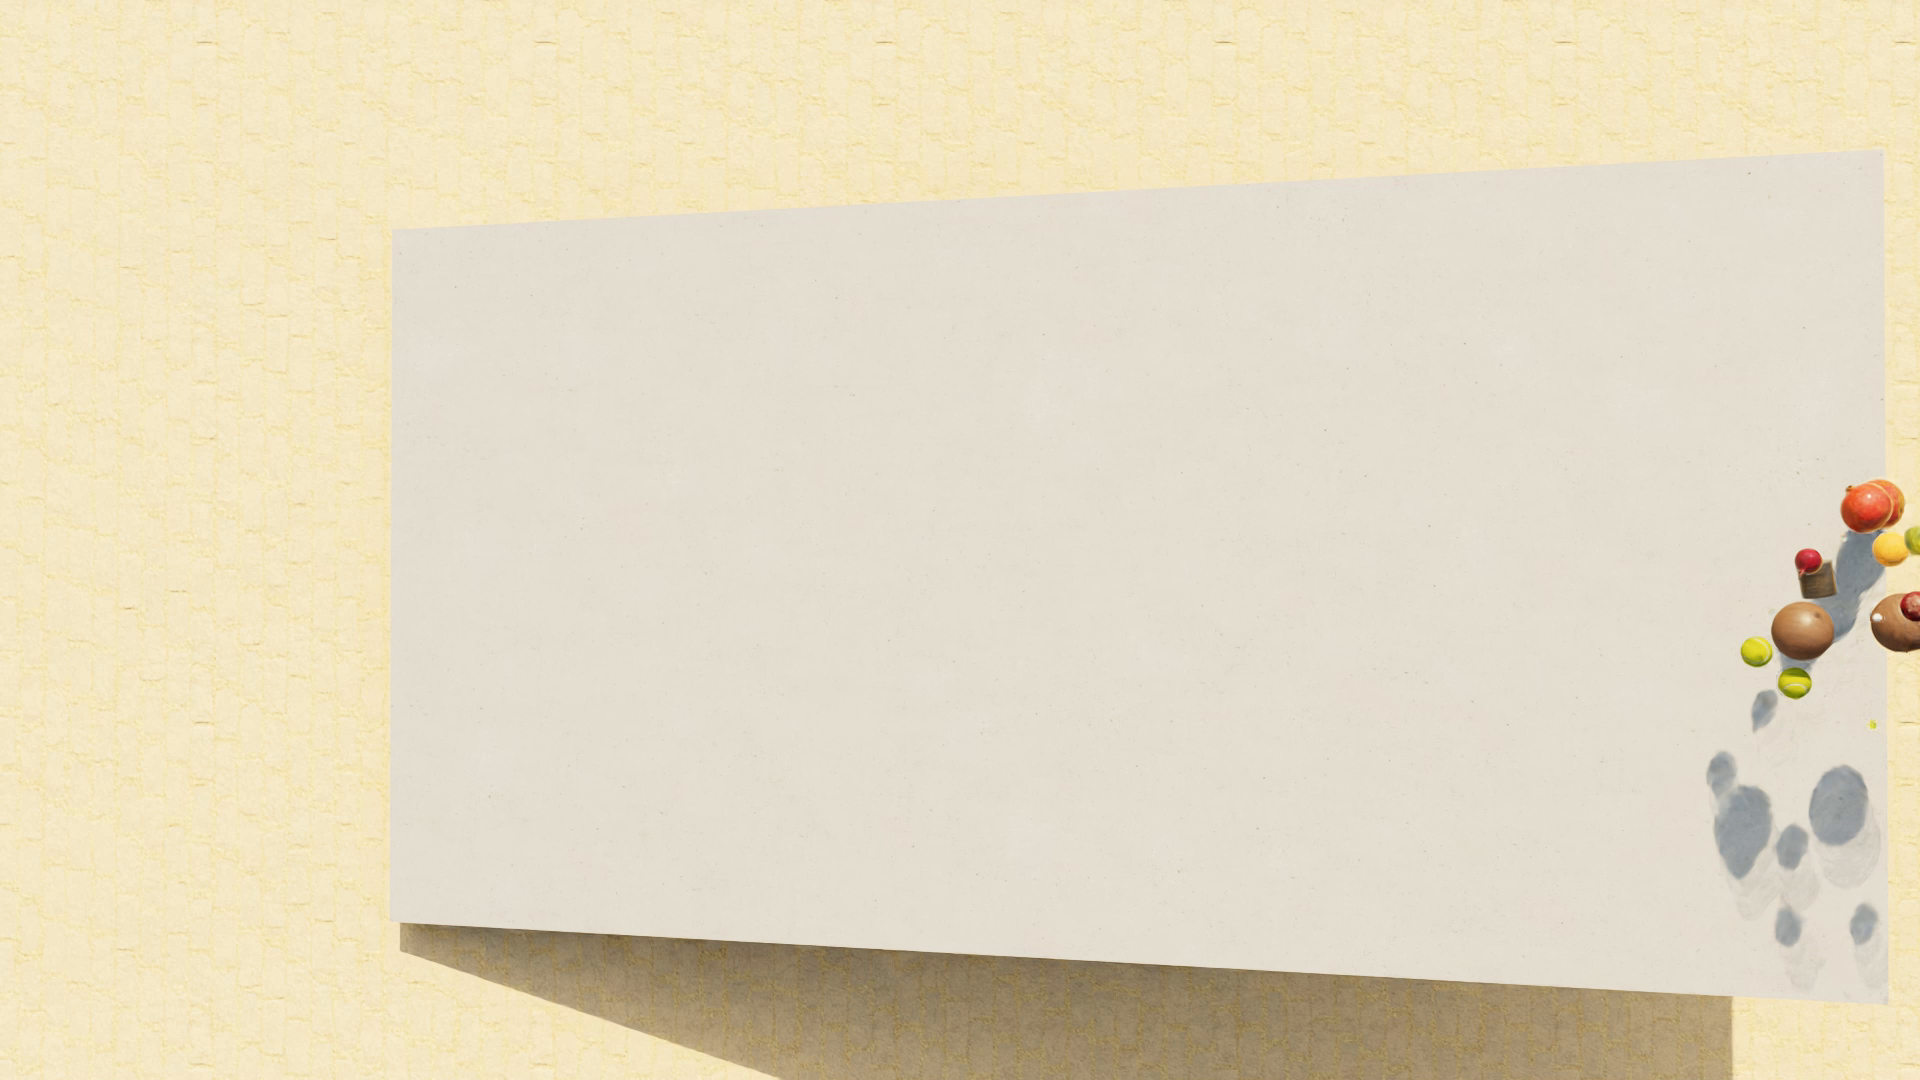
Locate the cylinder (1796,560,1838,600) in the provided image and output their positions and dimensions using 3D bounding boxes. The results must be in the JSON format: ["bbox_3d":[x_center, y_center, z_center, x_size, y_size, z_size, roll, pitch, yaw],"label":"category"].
[{"bbox_3d":[1.967,0.090,5.048,0.077,0.077,0.077,-11,92,0],"label":"cylinder"}]

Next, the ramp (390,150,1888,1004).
[{"bbox_3d":[0.275,0.093,5.796,4.000,0.100,2.000,0,89,18],"label":"ramp"}]
